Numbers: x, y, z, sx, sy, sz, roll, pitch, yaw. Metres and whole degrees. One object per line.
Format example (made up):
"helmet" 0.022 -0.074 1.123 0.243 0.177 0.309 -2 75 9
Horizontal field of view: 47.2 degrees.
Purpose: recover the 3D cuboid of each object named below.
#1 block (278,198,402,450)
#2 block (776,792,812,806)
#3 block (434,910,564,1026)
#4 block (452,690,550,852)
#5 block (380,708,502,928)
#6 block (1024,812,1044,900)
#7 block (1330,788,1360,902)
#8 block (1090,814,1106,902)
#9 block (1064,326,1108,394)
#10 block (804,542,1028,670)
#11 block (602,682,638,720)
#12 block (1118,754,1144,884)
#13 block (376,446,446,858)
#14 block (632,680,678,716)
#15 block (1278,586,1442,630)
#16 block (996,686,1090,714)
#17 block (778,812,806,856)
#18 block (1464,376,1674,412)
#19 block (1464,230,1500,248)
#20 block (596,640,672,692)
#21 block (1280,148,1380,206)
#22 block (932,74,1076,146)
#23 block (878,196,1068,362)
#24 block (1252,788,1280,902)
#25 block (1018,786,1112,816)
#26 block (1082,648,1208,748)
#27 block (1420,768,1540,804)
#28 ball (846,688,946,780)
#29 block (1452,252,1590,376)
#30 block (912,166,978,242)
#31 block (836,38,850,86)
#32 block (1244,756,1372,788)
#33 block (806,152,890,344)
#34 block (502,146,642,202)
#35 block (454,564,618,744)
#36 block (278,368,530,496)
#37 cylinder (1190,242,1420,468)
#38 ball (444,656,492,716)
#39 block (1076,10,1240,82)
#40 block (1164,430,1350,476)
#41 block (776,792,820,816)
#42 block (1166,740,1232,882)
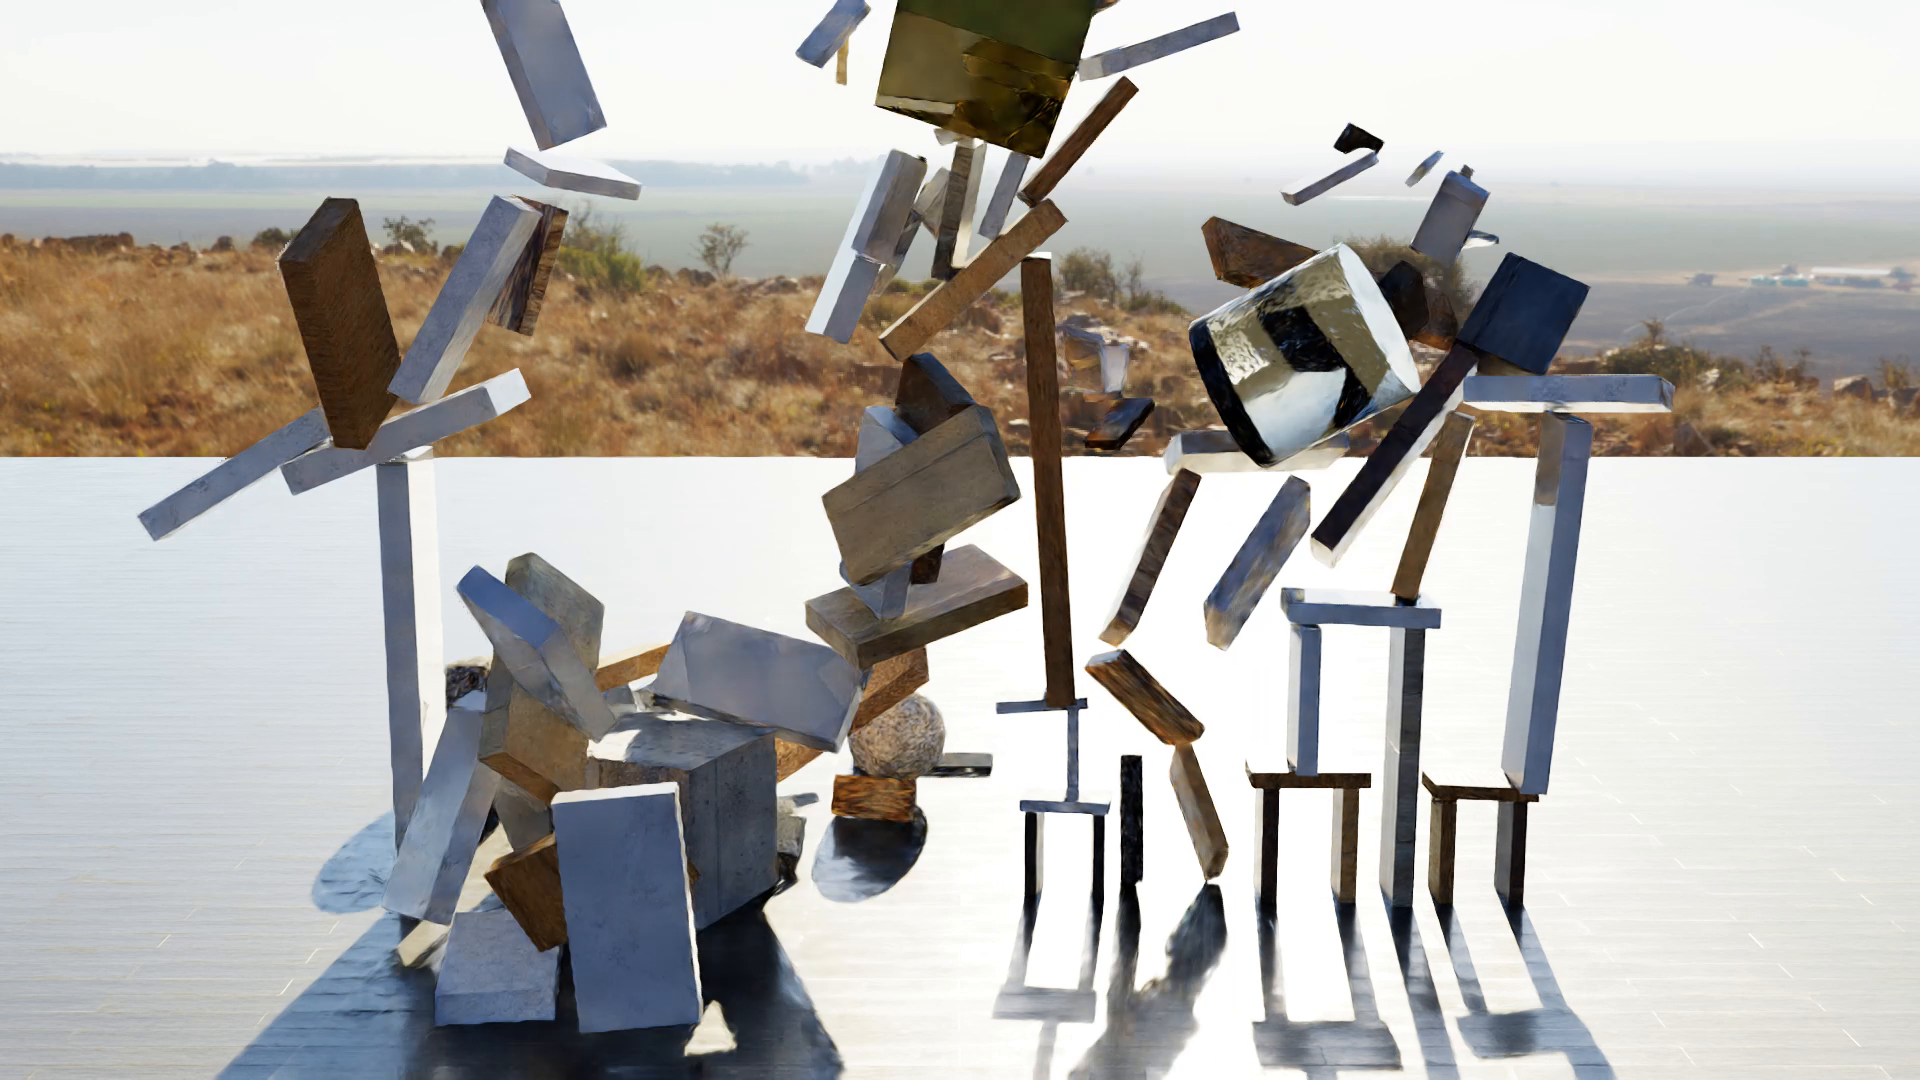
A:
"block" -0.920 -0.322 3.295 0.048 0.339 0.170 5 41 11
"block" -0.332 0.487 4.022 0.067 0.019 0.134 -29 -16 28
"block" -0.685 0.635 3.296 0.167 0.047 0.334 -1 11 -8
"block" -0.728 0.417 3.689 0.167 0.334 0.047 8 34 42
"block" -0.805 0.433 3.469 0.047 0.334 0.167 26 -17 -33
"block" 0.124 0.515 3.665 0.021 0.149 0.075 2 11 12
"block" 0.639 0.493 3.655 0.028 0.195 0.098 0 11 0
"block" 0.229 0.517 3.653 0.021 0.149 0.075 0 11 1
"block" 0.209 -0.298 3.643 0.065 0.130 0.018 18 59 19
"block" -0.072 0.107 3.686 0.338 0.048 0.169 -19 34 -29
"block" -0.596 0.402 3.883 0.042 0.293 0.147 -17 3 24
"block" 0.288 0.467 3.687 0.030 0.212 0.106 0 -7 -2
"block" -0.890 0.226 3.602 0.051 0.740 0.180 0 11 -1
"block" -0.494 0.388 3.902 0.042 0.293 0.147 -27 2 -14
"block" 0.649 0.110 3.579 0.244 0.035 0.122 3 10 0
"block" 0.135 0.263 3.617 0.152 0.022 0.076 -3 11 3
"block" -0.335 0.513 3.891 0.134 0.067 0.019 6 -1 31
"block" 0.974 -0.234 3.518 0.302 0.043 0.151 2 -1 26
"block" 0.887 -0.523 3.820 0.050 0.014 0.099 10 0 -23
"block" -0.630 0.237 3.880 0.147 0.042 0.293 -10 6 44
"block" 0.583 -0.574 3.473 0.147 0.021 0.073 -28 16 0
"block" 0.067 -0.663 3.340 0.209 0.030 0.104 -32 14 -18
"block" 0.017 -0.407 3.459 0.336 0.048 0.168 -40 7 0
"block" 0.509 0.493 3.655 0.028 0.195 0.098 0 11 0
"block" 0.175 0.432 3.643 0.149 0.021 0.075 2 11 8
"block" 0.319 0.273 3.800 0.030 0.212 0.106 -54 17 -26
"block" 0.857 0.405 3.623 0.174 0.025 0.087 3 11 -4
"ball" -0.122 0.371 4.225 0.192 0.192 0.192 0 11 0
"block" 0.962 -0.375 3.774 0.156 0.044 0.311 26 44 13
"block" -0.024 -0.533 3.533 0.023 0.083 0.166 35 -1 18
"block" -0.192 -0.824 3.630 0.018 0.129 0.064 3 -10 -3
"block" 0.574 0.384 3.635 0.195 0.028 0.098 0 11 0
"block" -0.153 -0.465 3.503 0.044 0.309 0.154 23 1 -16
"block" -0.625 -0.592 3.557 0.104 0.030 0.209 31 18 31
"block" -0.544 0.151 2.841 0.147 0.042 0.293 33 -20 22
"block" -0.873 -0.172 3.473 0.359 0.051 0.180 -20 10 9
"cylinder" 0.564 -0.299 3.600 0.275 0.275 0.275 -27 0 21
"ball" -0.935 0.349 4.290 0.247 0.247 0.247 0 11 0
"block" 0.309 -0.775 3.453 0.236 0.033 0.118 -21 13 -12
"block" 0.524 -0.158 3.905 0.300 0.042 0.150 -3 -13 -7
"block" -0.319 0.491 3.943 0.134 0.019 0.067 -32 -15 34
"block" 0.405 0.462 3.745 0.030 0.106 0.212 -10 55 -11
